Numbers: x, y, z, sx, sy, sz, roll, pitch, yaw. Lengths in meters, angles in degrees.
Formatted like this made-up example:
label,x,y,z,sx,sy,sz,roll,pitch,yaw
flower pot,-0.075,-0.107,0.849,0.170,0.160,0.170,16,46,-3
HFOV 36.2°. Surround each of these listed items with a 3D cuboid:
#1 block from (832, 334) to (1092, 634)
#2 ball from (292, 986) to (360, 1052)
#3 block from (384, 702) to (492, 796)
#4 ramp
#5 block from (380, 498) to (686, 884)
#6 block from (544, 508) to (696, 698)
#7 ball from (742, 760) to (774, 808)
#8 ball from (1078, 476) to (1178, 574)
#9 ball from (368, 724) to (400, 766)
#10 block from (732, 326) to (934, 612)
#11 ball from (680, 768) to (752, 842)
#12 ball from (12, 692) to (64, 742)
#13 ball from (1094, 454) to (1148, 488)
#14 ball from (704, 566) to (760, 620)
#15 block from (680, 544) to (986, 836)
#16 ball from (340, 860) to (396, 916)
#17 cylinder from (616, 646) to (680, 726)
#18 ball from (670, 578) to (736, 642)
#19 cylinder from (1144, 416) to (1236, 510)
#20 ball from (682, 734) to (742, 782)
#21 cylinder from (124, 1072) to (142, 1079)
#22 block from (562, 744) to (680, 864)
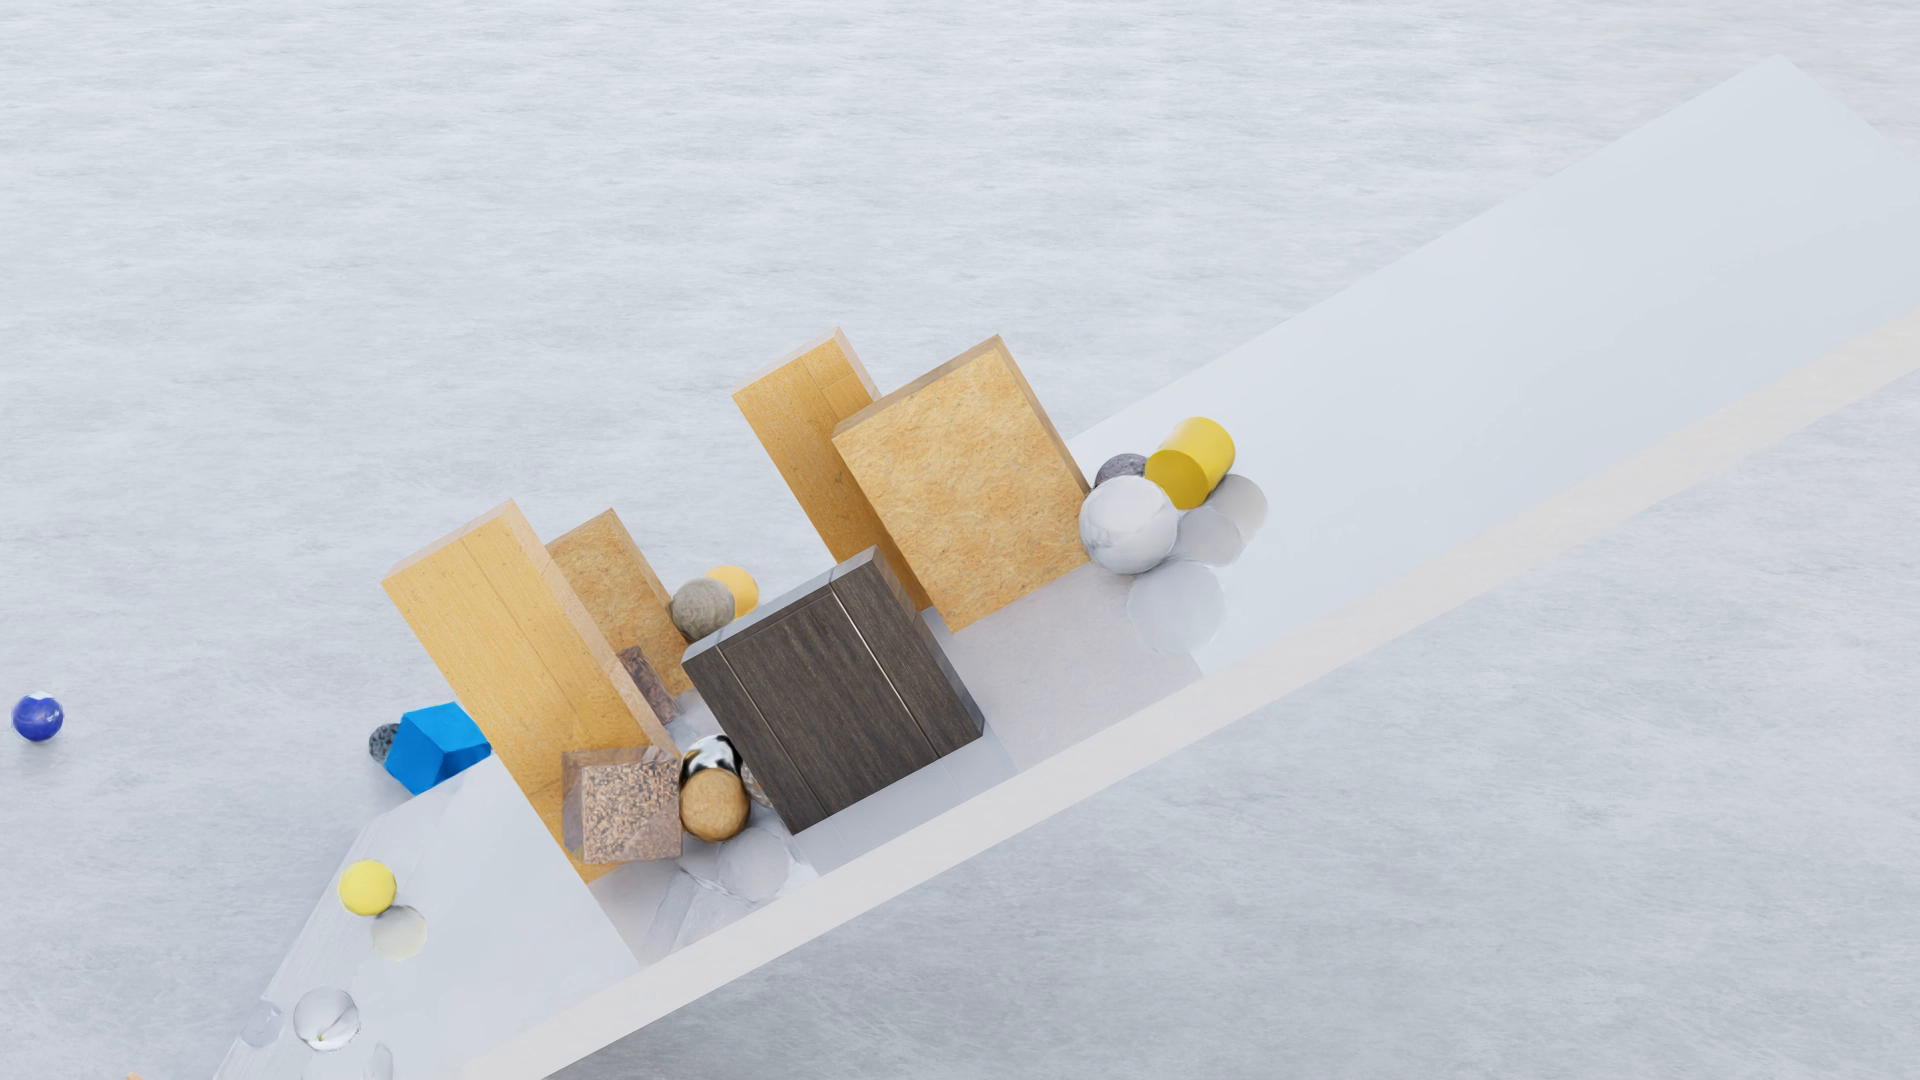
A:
label,x,y,z,sx,sy,sz,roll,pitch,yaw
block,0.032,-0.117,6.246,0.401,0.501,0.119,-29,15,12
ball,-1.307,0.987,6.062,0.134,0.134,0.134,0,19,0
block,-1.408,0.578,7.956,0.181,0.181,0.181,38,29,27
ramp,0.142,0.168,6.286,4.000,0.100,2.000,-29,15,12
block,-0.848,0.317,6.072,0.294,0.768,0.114,-29,15,12
block,-0.831,0.189,7.065,0.269,0.464,0.087,-29,15,12
ball,-0.360,0.459,5.847,0.150,0.150,0.150,0,19,0
ball,0.339,-0.031,5.937,0.201,0.201,0.201,0,19,0
ball,-1.590,0.572,8.207,0.122,0.122,0.122,0,19,0
block,-0.222,-0.133,6.542,0.264,0.638,0.108,-29,15,12
ball,-0.492,0.530,5.885,0.149,0.149,0.149,0,19,0
ball,-2.626,0.503,8.378,0.142,0.142,0.142,0,19,0
ball,0.360,-0.109,6.254,0.151,0.151,0.151,0,19,0
ball,-0.578,0.140,7.333,0.155,0.155,0.155,0,19,0
block,-0.242,0.290,5.643,0.427,0.410,0.091,-29,15,12
ball,-1.368,0.805,6.797,0.130,0.130,0.130,0,19,0
cylinder,-0.782,0.372,6.943,0.176,0.176,0.176,-29,15,8
ball,-0.611,0.165,7.008,0.154,0.154,0.154,0,19,0
cylinder,0.484,-0.161,6.184,0.146,0.146,0.146,9,36,25
ball,-0.502,0.475,6.085,0.148,0.148,0.148,0,19,0
cylinder,-1.725,1.218,6.088,0.165,0.165,0.165,-41,38,-24
block,-0.680,0.528,5.890,0.194,0.194,0.194,-3,6,-19
